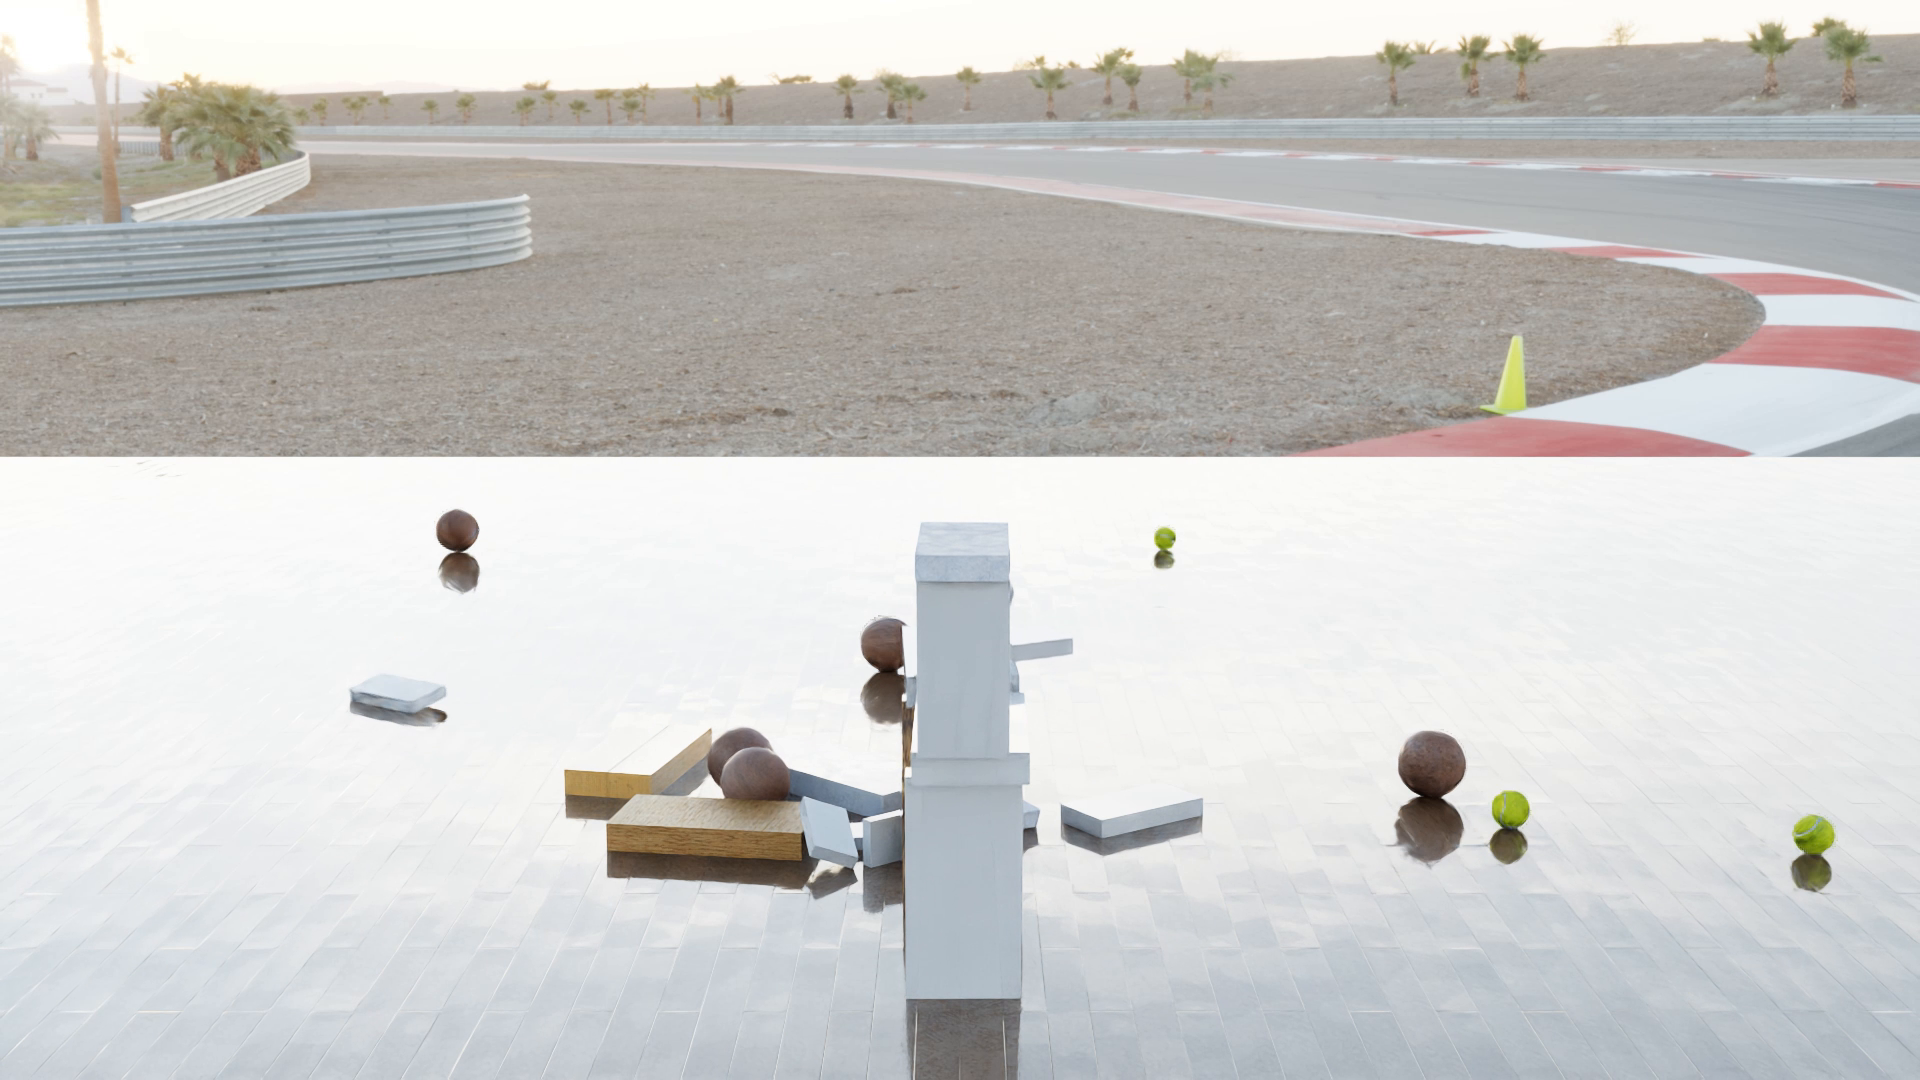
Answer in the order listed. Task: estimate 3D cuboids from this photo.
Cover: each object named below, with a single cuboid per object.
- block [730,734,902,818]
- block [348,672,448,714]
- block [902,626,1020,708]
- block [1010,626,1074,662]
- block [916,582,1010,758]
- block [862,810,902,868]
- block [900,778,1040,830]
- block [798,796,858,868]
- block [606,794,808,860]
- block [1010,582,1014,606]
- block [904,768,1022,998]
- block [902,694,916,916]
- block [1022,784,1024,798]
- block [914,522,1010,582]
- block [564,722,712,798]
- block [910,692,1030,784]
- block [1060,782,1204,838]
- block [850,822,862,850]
[{"bbox_3d":[-0.237,0.456,4.256,0.432,0.050,0.176,10,14,43],"label":"block"},{"bbox_3d":[-1.252,0.340,4.892,0.203,0.029,0.101,7,22,33],"label":"block"},{"bbox_3d":[-0.003,0.206,3.640,0.178,0.050,0.356,0,10,-2],"label":"block"},{"bbox_3d":[0.072,0.174,3.596,0.202,0.029,0.101,-6,12,-28],"label":"block"},{"bbox_3d":[0.005,0.176,3.080,0.130,0.259,0.037,0,13,1],"label":"block"},{"bbox_3d":[-0.096,0.515,3.850,0.165,0.082,0.023,-8,13,-38],"label":"block"},{"bbox_3d":[0.019,0.469,4.050,0.241,0.034,0.121,26,19,39],"label":"block"},{"bbox_3d":[-0.231,0.511,3.849,0.082,0.023,0.165,19,19,-19],"label":"block"},{"bbox_3d":[-0.437,0.514,3.943,0.353,0.050,0.176,2,11,9],"label":"block"},{"bbox_3d":[0.012,0.159,3.414,0.101,0.029,0.224,3,52,15],"label":"block"},{"bbox_3d":[0.005,0.502,3.217,0.169,0.337,0.048,0,11,0],"label":"block"},{"bbox_3d":[-0.003,0.429,3.559,0.178,0.356,0.050,0,9,0],"label":"block"},{"bbox_3d":[0.013,0.461,3.437,0.169,0.338,0.048,0,10,-1],"label":"block"},{"bbox_3d":[0.005,0.015,3.134,0.130,0.037,0.259,0,11,1],"label":"block"},{"bbox_3d":[-0.633,0.435,4.365,0.176,0.050,0.353,2,11,12],"label":"block"},{"bbox_3d":[0.016,0.294,3.286,0.169,0.048,0.338,0,11,0],"label":"block"},{"bbox_3d":[0.319,0.498,4.068,0.241,0.034,0.121,-7,13,-34],"label":"block"},{"bbox_3d":[-0.141,0.528,3.939,0.165,0.023,0.082,-2,11,-13],"label":"block"}]
